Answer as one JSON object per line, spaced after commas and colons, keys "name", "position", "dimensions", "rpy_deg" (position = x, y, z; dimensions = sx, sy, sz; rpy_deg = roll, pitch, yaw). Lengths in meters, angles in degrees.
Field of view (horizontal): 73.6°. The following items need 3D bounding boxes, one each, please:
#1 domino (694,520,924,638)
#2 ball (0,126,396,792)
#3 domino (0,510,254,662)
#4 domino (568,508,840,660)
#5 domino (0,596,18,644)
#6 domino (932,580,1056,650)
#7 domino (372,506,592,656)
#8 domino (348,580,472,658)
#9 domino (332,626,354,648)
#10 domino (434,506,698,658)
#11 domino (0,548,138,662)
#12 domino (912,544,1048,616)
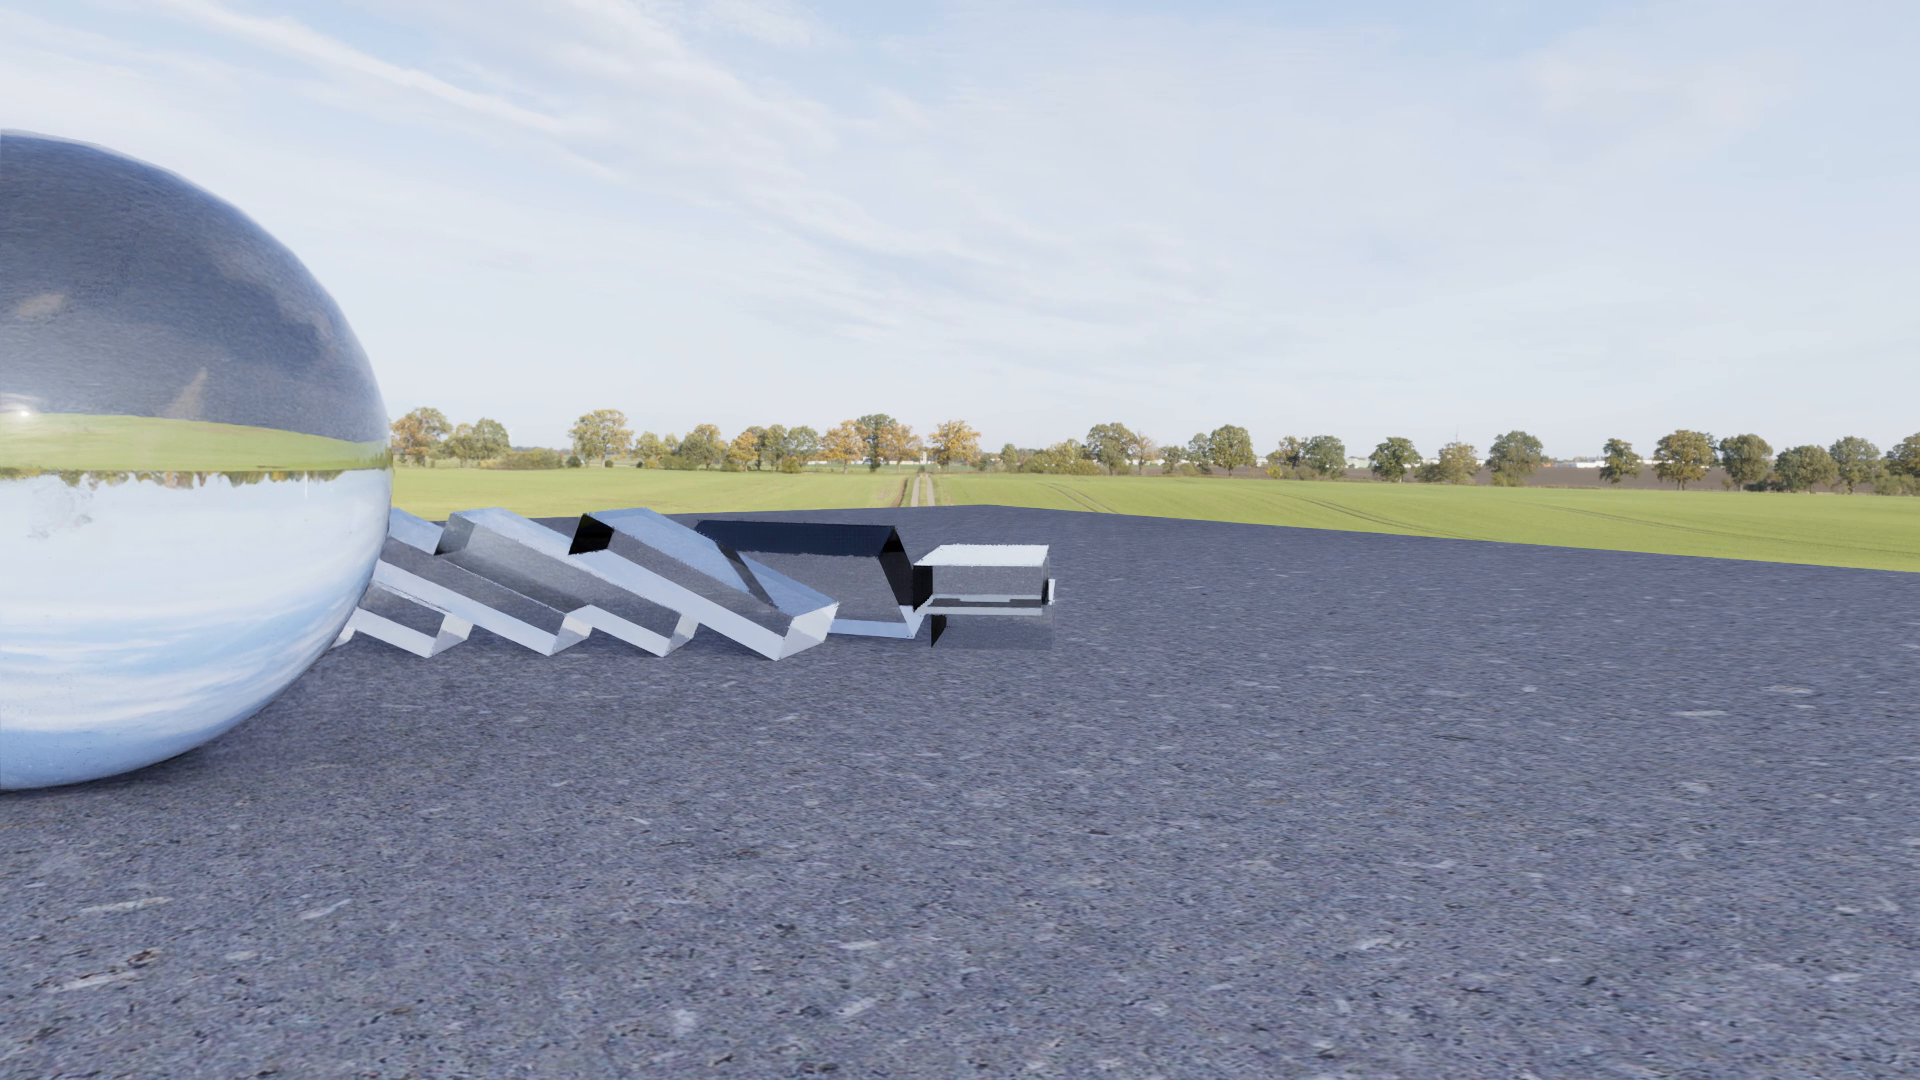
{"name": "domino", "position": [-0.035, 0.008, 0.286], "dimensions": [0.050, 0.025, 0.010], "rpy_deg": [2, 45, 25]}
{"name": "ball", "position": [-0.114, -0.009, 0.159], "dimensions": [0.080, 0.080, 0.080], "rpy_deg": [0, 4, 0]}
{"name": "domino", "position": [-0.175, 0.009, 0.260], "dimensions": [0.050, 0.010, 0.025], "rpy_deg": [23, 2, -5]}
{"name": "domino", "position": [-0.053, 0.008, 0.268], "dimensions": [0.050, 0.009, 0.025], "rpy_deg": [25, 10, 13]}
{"name": "domino", "position": [-0.223, 0.008, 0.258], "dimensions": [0.050, 0.010, 0.025], "rpy_deg": [24, 1, -6]}
{"name": "domino", "position": [0.009, 0.016, 0.290], "dimensions": [0.025, 0.010, 0.050], "rpy_deg": [0, 4, 5]}
{"name": "domino", "position": [-0.103, 0.008, 0.269], "dimensions": [0.050, 0.010, 0.025], "rpy_deg": [24, 5, 0]}
{"name": "domino", "position": [-0.128, 0.008, 0.265], "dimensions": [0.050, 0.010, 0.025], "rpy_deg": [23, 2, -5]}
{"name": "domino", "position": [-0.151, 0.009, 0.261], "dimensions": [0.050, 0.009, 0.025], "rpy_deg": [23, 2, -5]}
{"name": "domino", "position": [-0.080, 0.008, 0.268], "dimensions": [0.050, 0.009, 0.025], "rpy_deg": [24, 4, 0]}
{"name": "domino", "position": [-0.199, 0.009, 0.259], "dimensions": [0.050, 0.010, 0.025], "rpy_deg": [24, 2, -6]}
{"name": "domino", "position": [0.006, 0.008, 0.273], "dimensions": [0.025, 0.009, 0.050], "rpy_deg": [0, 4, 6]}
